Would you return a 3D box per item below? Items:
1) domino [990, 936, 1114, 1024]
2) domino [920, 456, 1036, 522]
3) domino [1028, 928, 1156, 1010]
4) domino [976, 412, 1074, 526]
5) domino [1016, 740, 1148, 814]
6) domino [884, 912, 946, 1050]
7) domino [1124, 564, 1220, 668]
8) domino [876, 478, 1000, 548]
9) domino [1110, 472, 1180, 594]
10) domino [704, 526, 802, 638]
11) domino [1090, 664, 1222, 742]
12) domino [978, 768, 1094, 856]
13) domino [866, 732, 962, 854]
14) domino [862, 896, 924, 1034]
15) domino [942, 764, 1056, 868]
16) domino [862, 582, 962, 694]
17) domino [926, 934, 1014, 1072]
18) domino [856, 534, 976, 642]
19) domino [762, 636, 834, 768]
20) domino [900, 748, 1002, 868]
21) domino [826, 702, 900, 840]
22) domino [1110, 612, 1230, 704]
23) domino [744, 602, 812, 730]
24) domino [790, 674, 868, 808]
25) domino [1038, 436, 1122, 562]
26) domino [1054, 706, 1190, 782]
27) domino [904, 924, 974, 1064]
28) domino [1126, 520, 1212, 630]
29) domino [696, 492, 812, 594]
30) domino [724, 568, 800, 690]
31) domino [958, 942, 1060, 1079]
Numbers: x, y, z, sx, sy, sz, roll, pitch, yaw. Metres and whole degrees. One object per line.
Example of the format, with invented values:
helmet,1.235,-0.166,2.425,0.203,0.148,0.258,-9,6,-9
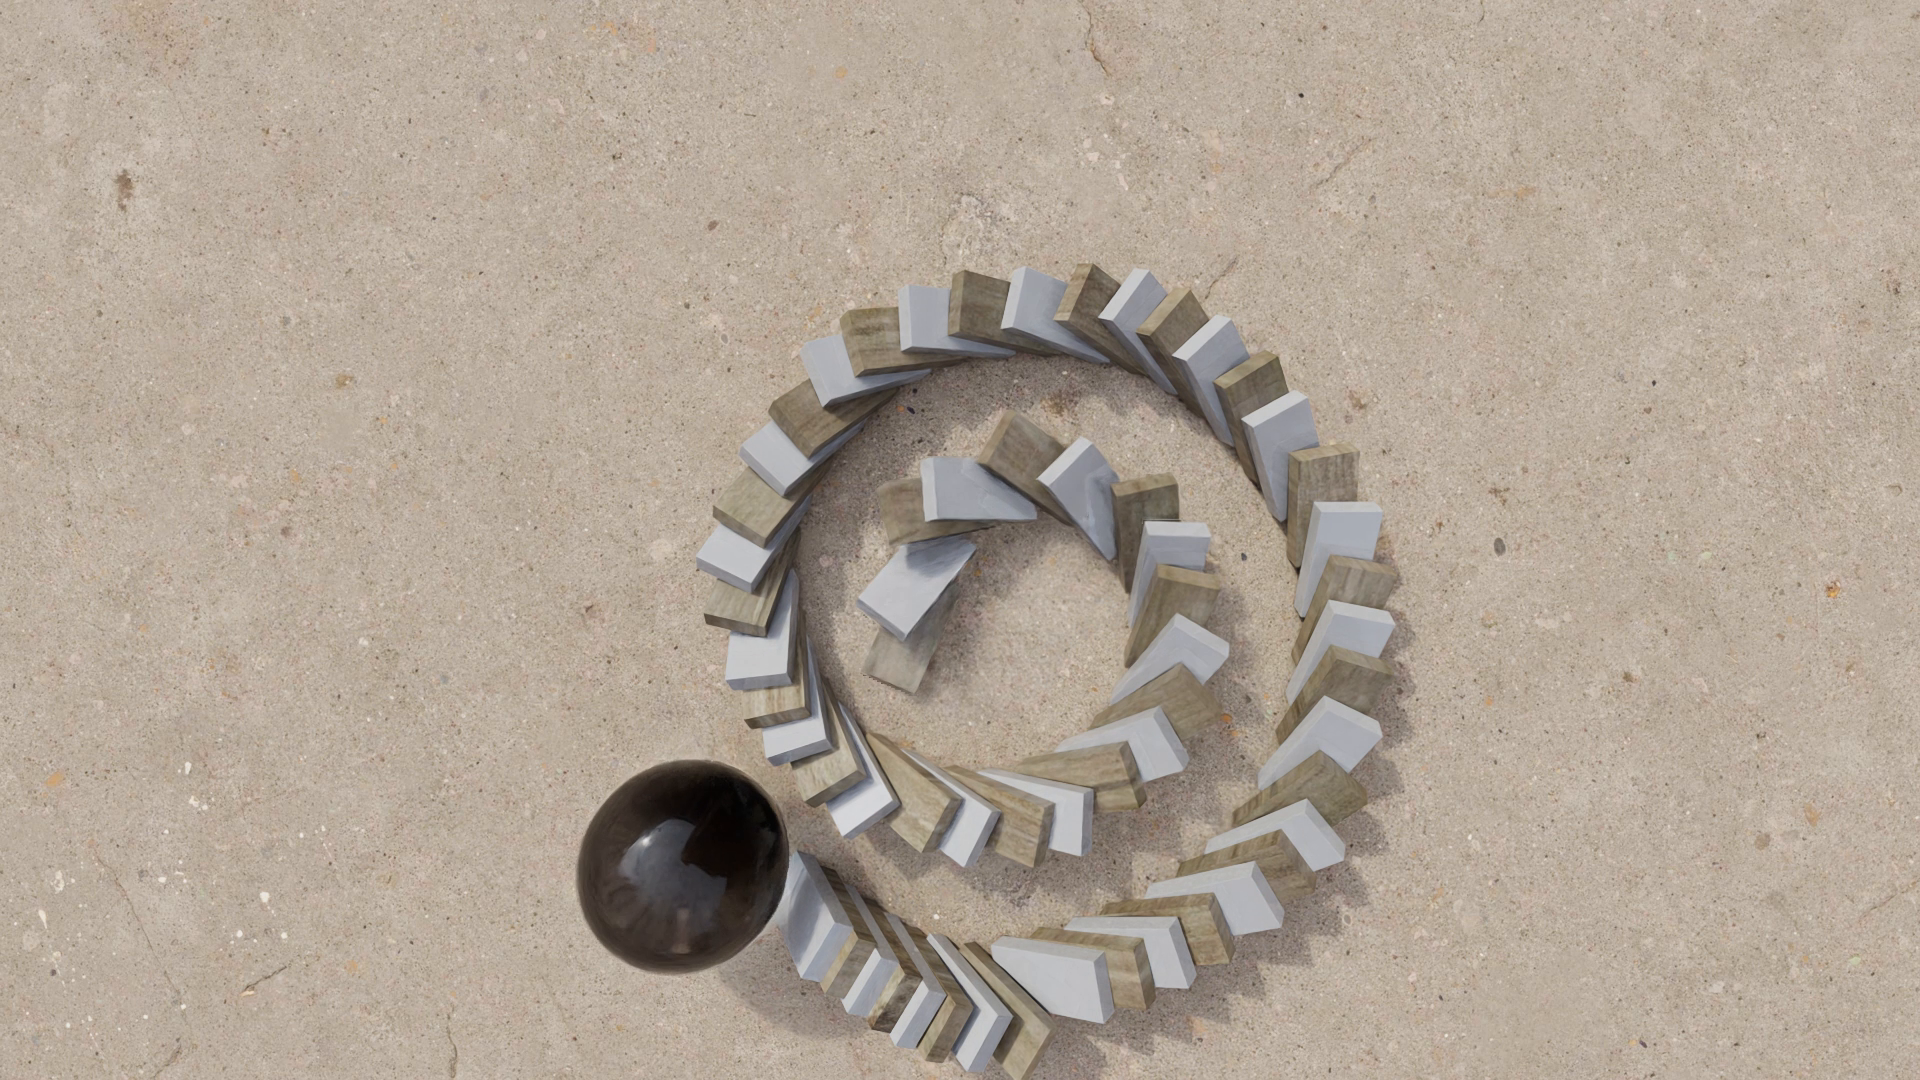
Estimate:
domino,0.038,0.182,0.381,0.050,0.009,0.025,-10,90,37
domino,0.008,-0.020,0.381,0.050,0.009,0.025,-1,83,-33
domino,0.054,0.178,0.381,0.050,0.009,0.025,-12,91,37
domino,0.034,-0.030,0.384,0.050,0.010,0.025,33,83,-25
domino,0.050,0.101,0.382,0.050,0.010,0.025,-19,90,33
domino,-0.026,0.179,0.376,0.009,0.050,0.025,31,90,-31
domino,0.087,0.034,0.382,0.025,0.009,0.050,12,126,0
domino,-0.008,-0.014,0.381,0.050,0.009,0.025,-11,86,-34
domino,0.078,-0.002,0.382,0.025,0.010,0.050,-12,124,0
domino,-0.086,0.014,0.382,0.025,0.009,0.050,13,56,1
domino,0.081,0.074,0.381,0.025,0.010,0.050,47,125,-3
domino,0.030,0.113,0.382,0.050,0.010,0.025,3,90,34
domino,-0.025,0.104,0.381,0.050,0.009,0.025,29,92,35
domino,-0.035,0.173,0.376,0.010,0.050,0.025,31,90,-31
domino,0.013,0.114,0.382,0.050,0.010,0.025,12,94,33
domino,-0.021,0.038,0.395,0.025,0.010,0.050,24,90,0
domino,-0.002,0.189,0.378,0.009,0.050,0.025,29,90,-39
domino,-0.018,0.015,0.384,0.025,0.009,0.050,36,64,6
domino,-0.070,0.066,0.381,0.025,0.009,0.050,-18,53,0
domino,-0.010,0.111,0.383,0.050,0.010,0.025,26,90,32
domino,-0.048,0.096,0.383,0.025,0.010,0.050,-36,58,0
domino,0.087,0.056,0.382,0.025,0.009,0.050,31,124,0
domino,-0.077,0.052,0.381,0.025,0.009,0.050,-12,53,2
domino,-0.060,0.082,0.381,0.025,0.010,0.050,-31,53,1
domino,0.056,-0.017,0.382,0.025,0.010,0.050,-44,123,-1
domino,0.067,0.089,0.382,0.050,0.010,0.025,-29,92,34
domino,-0.016,0.185,0.376,0.009,0.050,0.025,29,90,-32
domino,0.086,0.016,0.381,0.025,0.009,0.050,2,126,-1
domino,-0.085,-0.004,0.382,0.025,0.010,0.050,25,57,4
domino,-0.081,0.037,0.380,0.025,0.010,0.050,-7,53,4
domino,0.015,0.195,0.381,0.050,0.010,0.025,32,93,36
